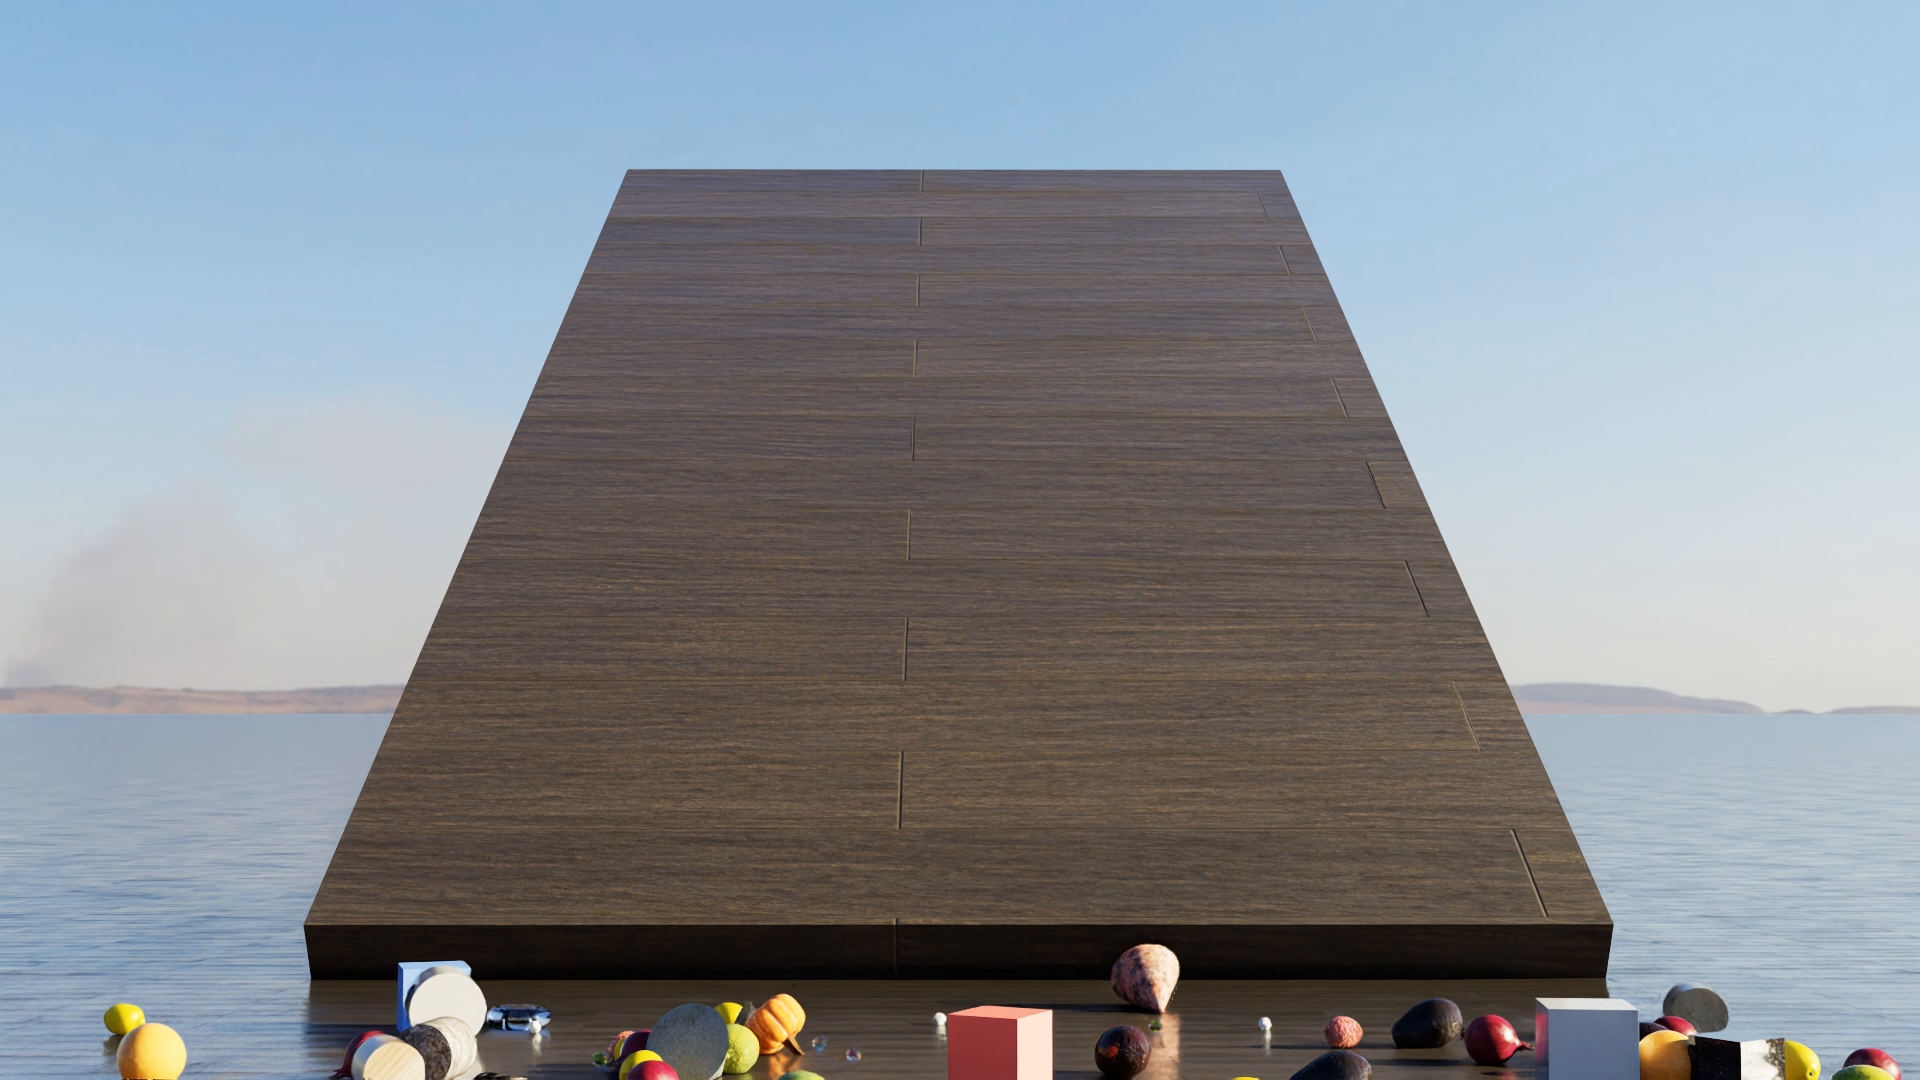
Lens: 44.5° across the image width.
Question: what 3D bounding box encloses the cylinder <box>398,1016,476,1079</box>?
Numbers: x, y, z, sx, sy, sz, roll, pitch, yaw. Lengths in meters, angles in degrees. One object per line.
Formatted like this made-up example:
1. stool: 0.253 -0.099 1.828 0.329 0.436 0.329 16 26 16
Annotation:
1. cylinder: -0.585 0.570 2.616 0.070 0.070 0.070 -1 -4 11

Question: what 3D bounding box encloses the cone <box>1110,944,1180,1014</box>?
1. cone: 0.268 0.628 3.247 0.099 0.099 0.099 1 23 -11

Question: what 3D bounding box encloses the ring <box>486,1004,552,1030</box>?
1. ring: -0.577 0.624 3.071 0.084 0.028 0.084 1 -5 0

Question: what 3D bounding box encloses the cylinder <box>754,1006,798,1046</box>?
1. cylinder: -0.237 0.619 2.938 0.060 0.060 0.060 10 1 0

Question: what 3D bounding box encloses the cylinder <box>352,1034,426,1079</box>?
1. cylinder: -0.610 0.565 2.506 0.065 0.065 0.065 2 -5 -26

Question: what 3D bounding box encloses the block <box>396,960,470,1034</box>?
1. block: -0.682 0.593 3.040 0.084 0.084 0.084 1 -4 -18

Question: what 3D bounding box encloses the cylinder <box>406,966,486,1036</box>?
1. cylinder: -0.641 0.581 2.923 0.092 0.092 0.092 1 -4 -16

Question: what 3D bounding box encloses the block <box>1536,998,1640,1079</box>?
1. block: 0.682 0.553 2.556 0.095 0.095 0.095 0 -4 6

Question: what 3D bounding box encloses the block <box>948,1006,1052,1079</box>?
1. block: 0.044 0.559 2.569 0.085 0.085 0.085 -2 -5 28

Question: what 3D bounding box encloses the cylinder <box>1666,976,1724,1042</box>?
1. cylinder: 0.927 0.595 2.961 0.069 0.069 0.069 -1 13 17

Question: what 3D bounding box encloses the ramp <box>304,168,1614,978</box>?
1. ramp: -0.009 -0.229 5.411 2.000 0.100 4.000 0 26 0

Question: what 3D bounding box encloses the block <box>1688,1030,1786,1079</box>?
1. block: 0.824 0.561 2.492 0.069 0.069 0.069 3 -5 -32
